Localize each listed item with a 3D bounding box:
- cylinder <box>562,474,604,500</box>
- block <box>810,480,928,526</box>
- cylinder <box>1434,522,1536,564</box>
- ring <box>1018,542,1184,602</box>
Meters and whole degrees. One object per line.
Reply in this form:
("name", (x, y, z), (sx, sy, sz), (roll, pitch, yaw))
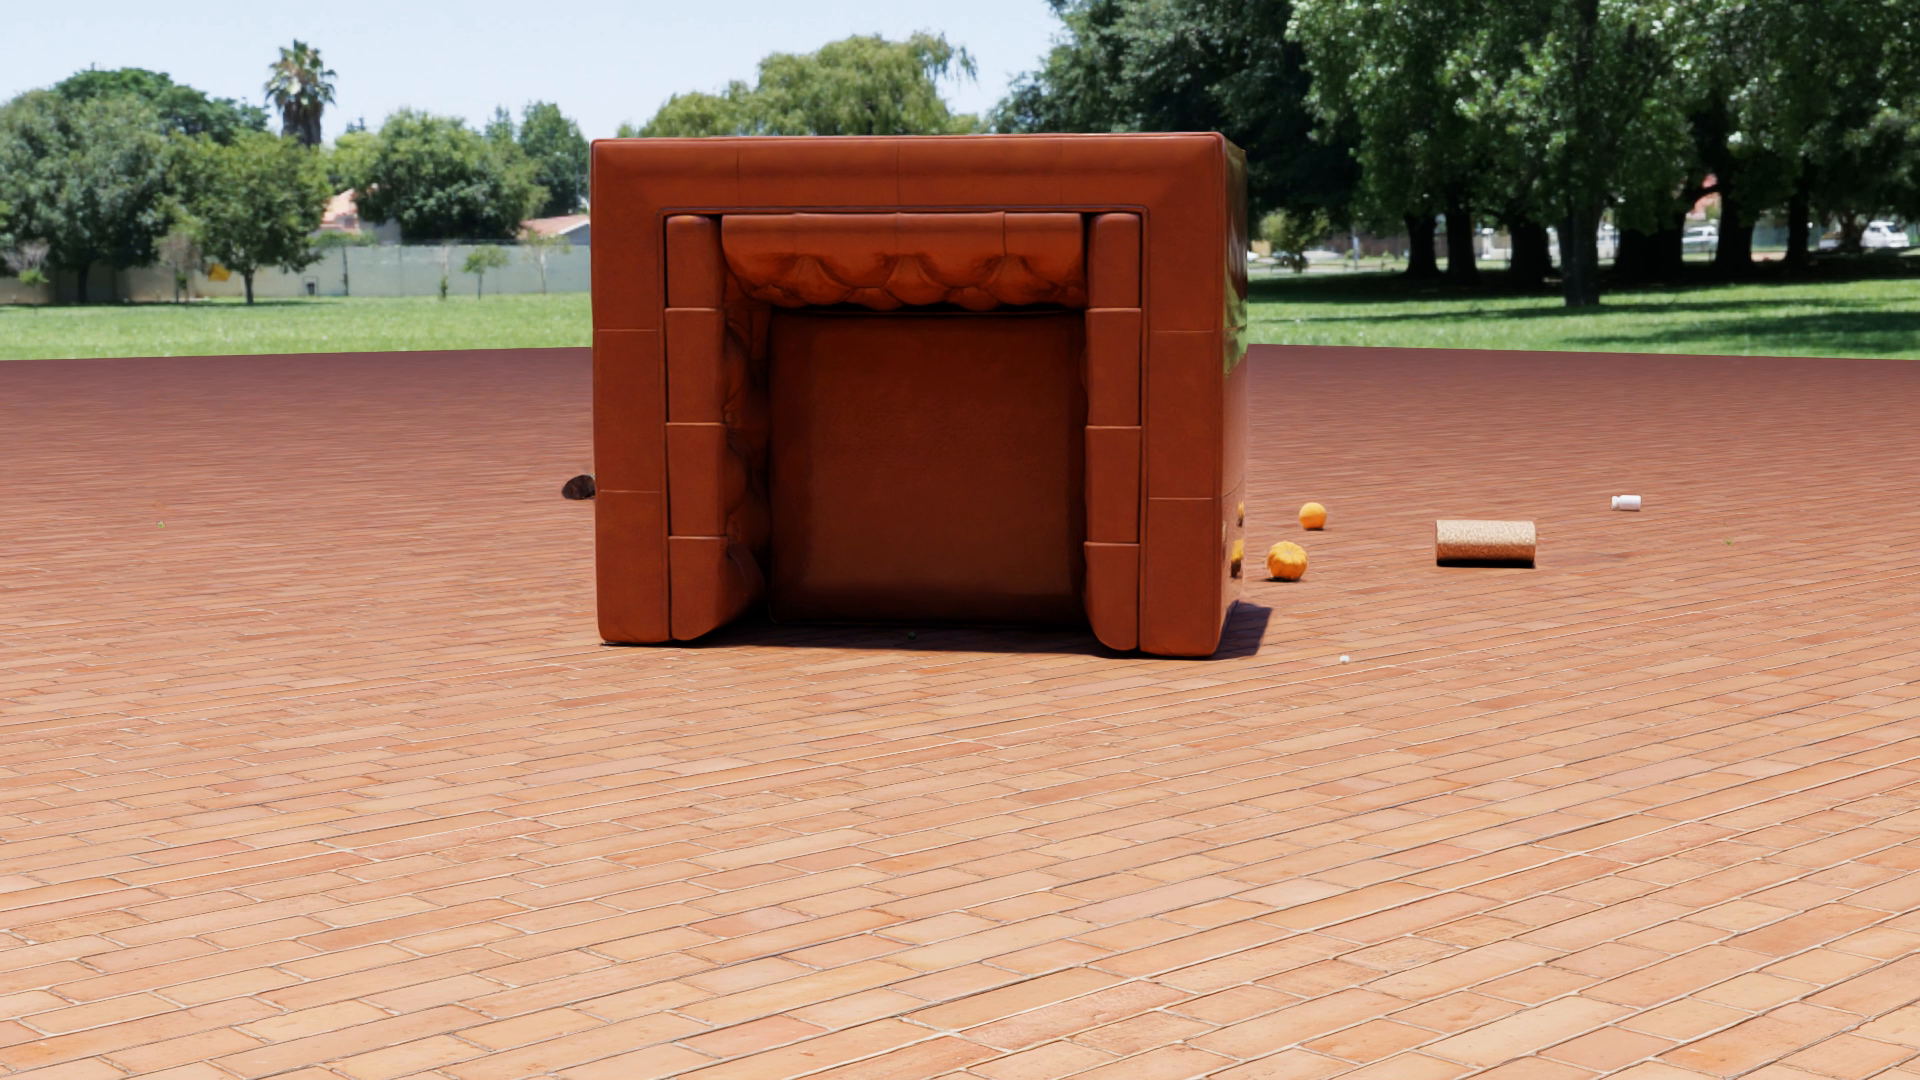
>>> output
("cylinder", (-1.113, -0.157, 7.576), (0.116, 0.062, 0.061), (-24, -3, 20))
("block", (-0.243, -0.102, 6.898), (0.284, 0.104, 0.175), (1, 6, 9))
("cylinder", (1.206, 0.005, 5.904), (0.217, 0.094, 0.235), (1, 4, 9))
("ring", (0.290, 0.066, 5.310), (0.343, 0.097, 0.381), (0, 5, 4))
